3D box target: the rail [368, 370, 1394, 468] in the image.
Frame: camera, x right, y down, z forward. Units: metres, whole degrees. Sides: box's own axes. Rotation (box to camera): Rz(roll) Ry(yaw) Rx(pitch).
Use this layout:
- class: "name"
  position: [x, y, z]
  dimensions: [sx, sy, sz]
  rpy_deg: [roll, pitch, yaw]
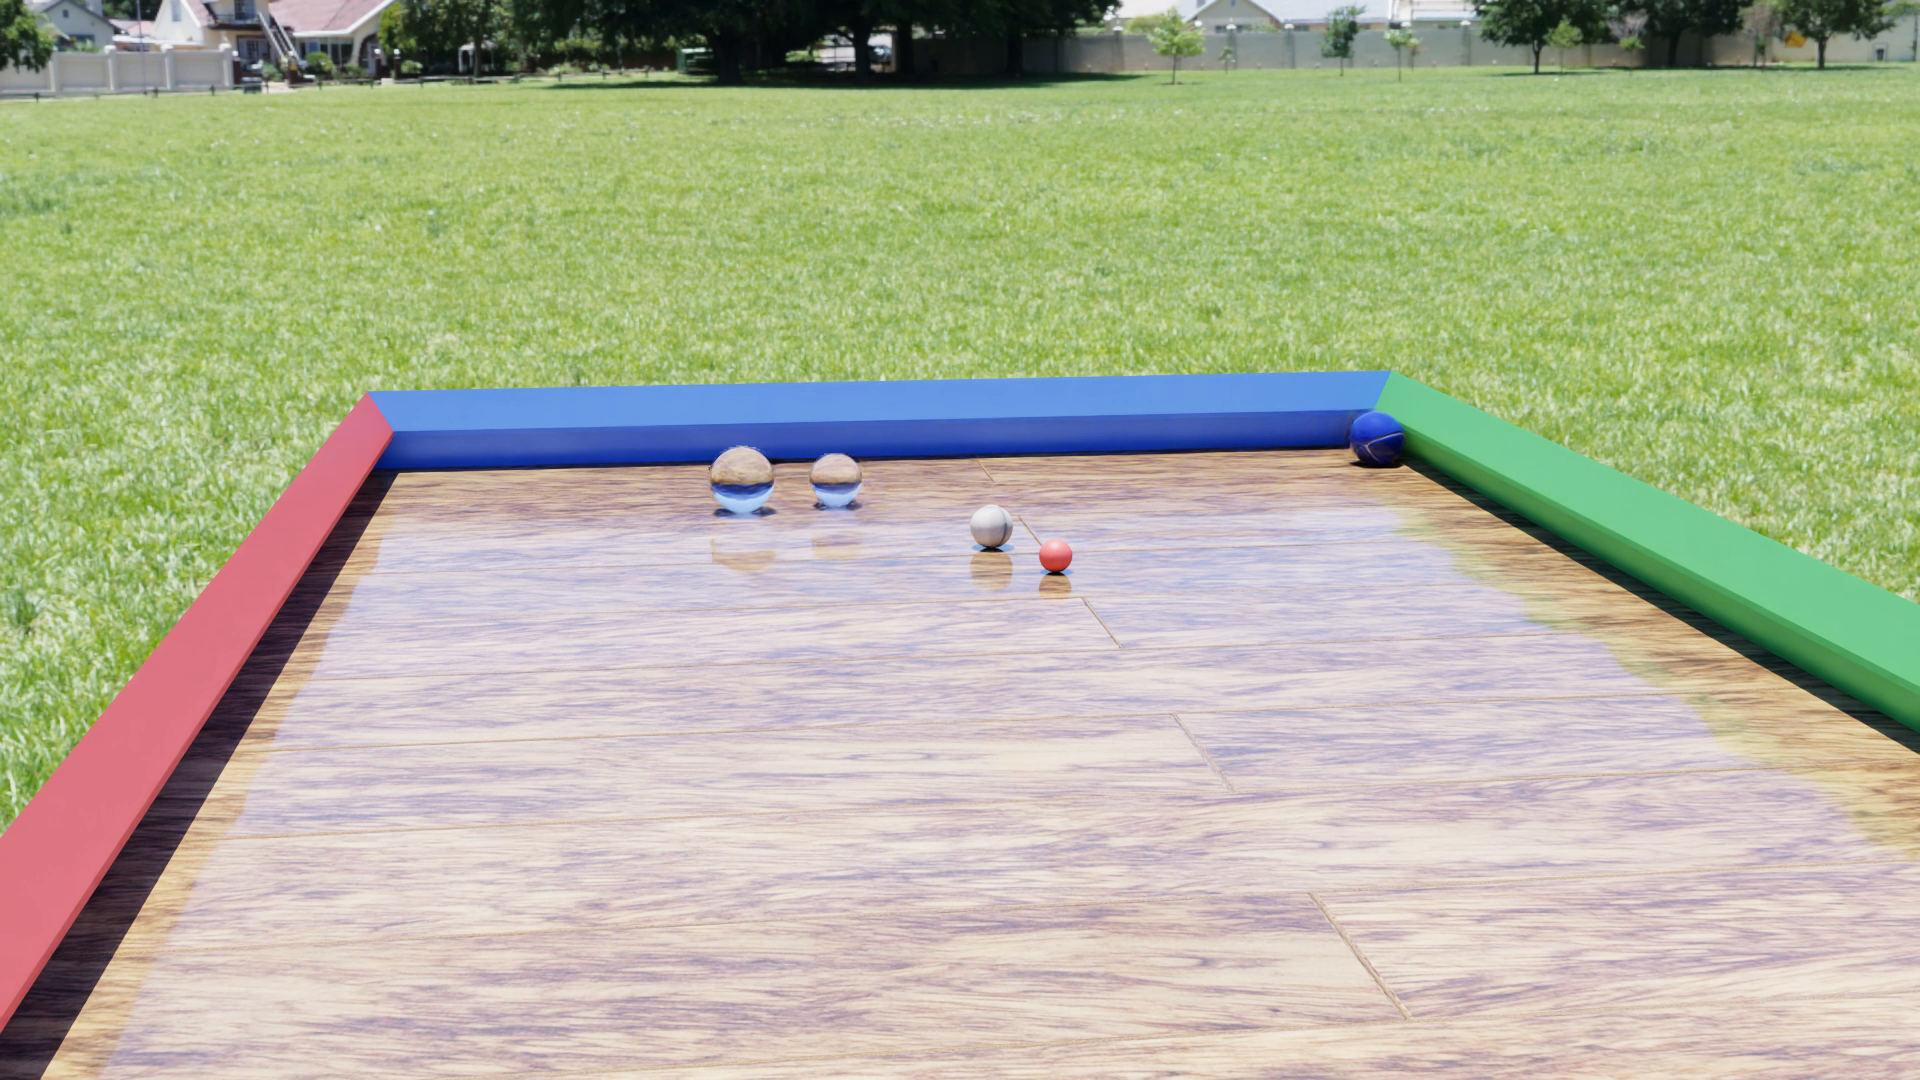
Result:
- class: "rail"
  position: [-0.106, -0.201, 3.699]
  dimensions: [1.739, 0.127, 0.045]
  rpy_deg: [-2, 13, -8]

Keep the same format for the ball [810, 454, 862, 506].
- class: "ball"
  position: [-0.188, -0.091, 3.323]
  dimensions: [0.079, 0.079, 0.079]
  rpy_deg: [0, 13, 0]

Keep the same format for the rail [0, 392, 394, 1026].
- class: "rail"
  position: [-0.729, 0.174, 2.039]
  dimensions: [0.045, 0.127, 3.253]
  rpy_deg: [-2, 13, -8]

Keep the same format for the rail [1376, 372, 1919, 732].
- class: "rail"
  position: [0.948, 0.124, 2.261]
  dimensions: [0.045, 0.127, 3.253]
  rpy_deg: [-2, 13, -8]

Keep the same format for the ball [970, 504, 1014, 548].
- class: "ball"
  position: [0.044, -0.019, 3.048]
  dimensions: [0.060, 0.060, 0.060]
  rpy_deg: [0, 13, 0]

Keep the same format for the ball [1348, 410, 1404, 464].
- class: "ball"
  position: [0.690, -0.170, 3.650]
  dimensions: [0.089, 0.089, 0.089]
  rpy_deg: [0, 13, 0]

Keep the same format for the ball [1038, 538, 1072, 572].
- class: "ball"
  position: [0.127, 0.021, 2.910]
  dimensions: [0.044, 0.044, 0.044]
  rpy_deg: [0, 13, 0]

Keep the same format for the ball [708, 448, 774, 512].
- class: "ball"
  position: [-0.325, -0.089, 3.275]
  dimensions: [0.098, 0.098, 0.098]
  rpy_deg: [0, 13, 0]
